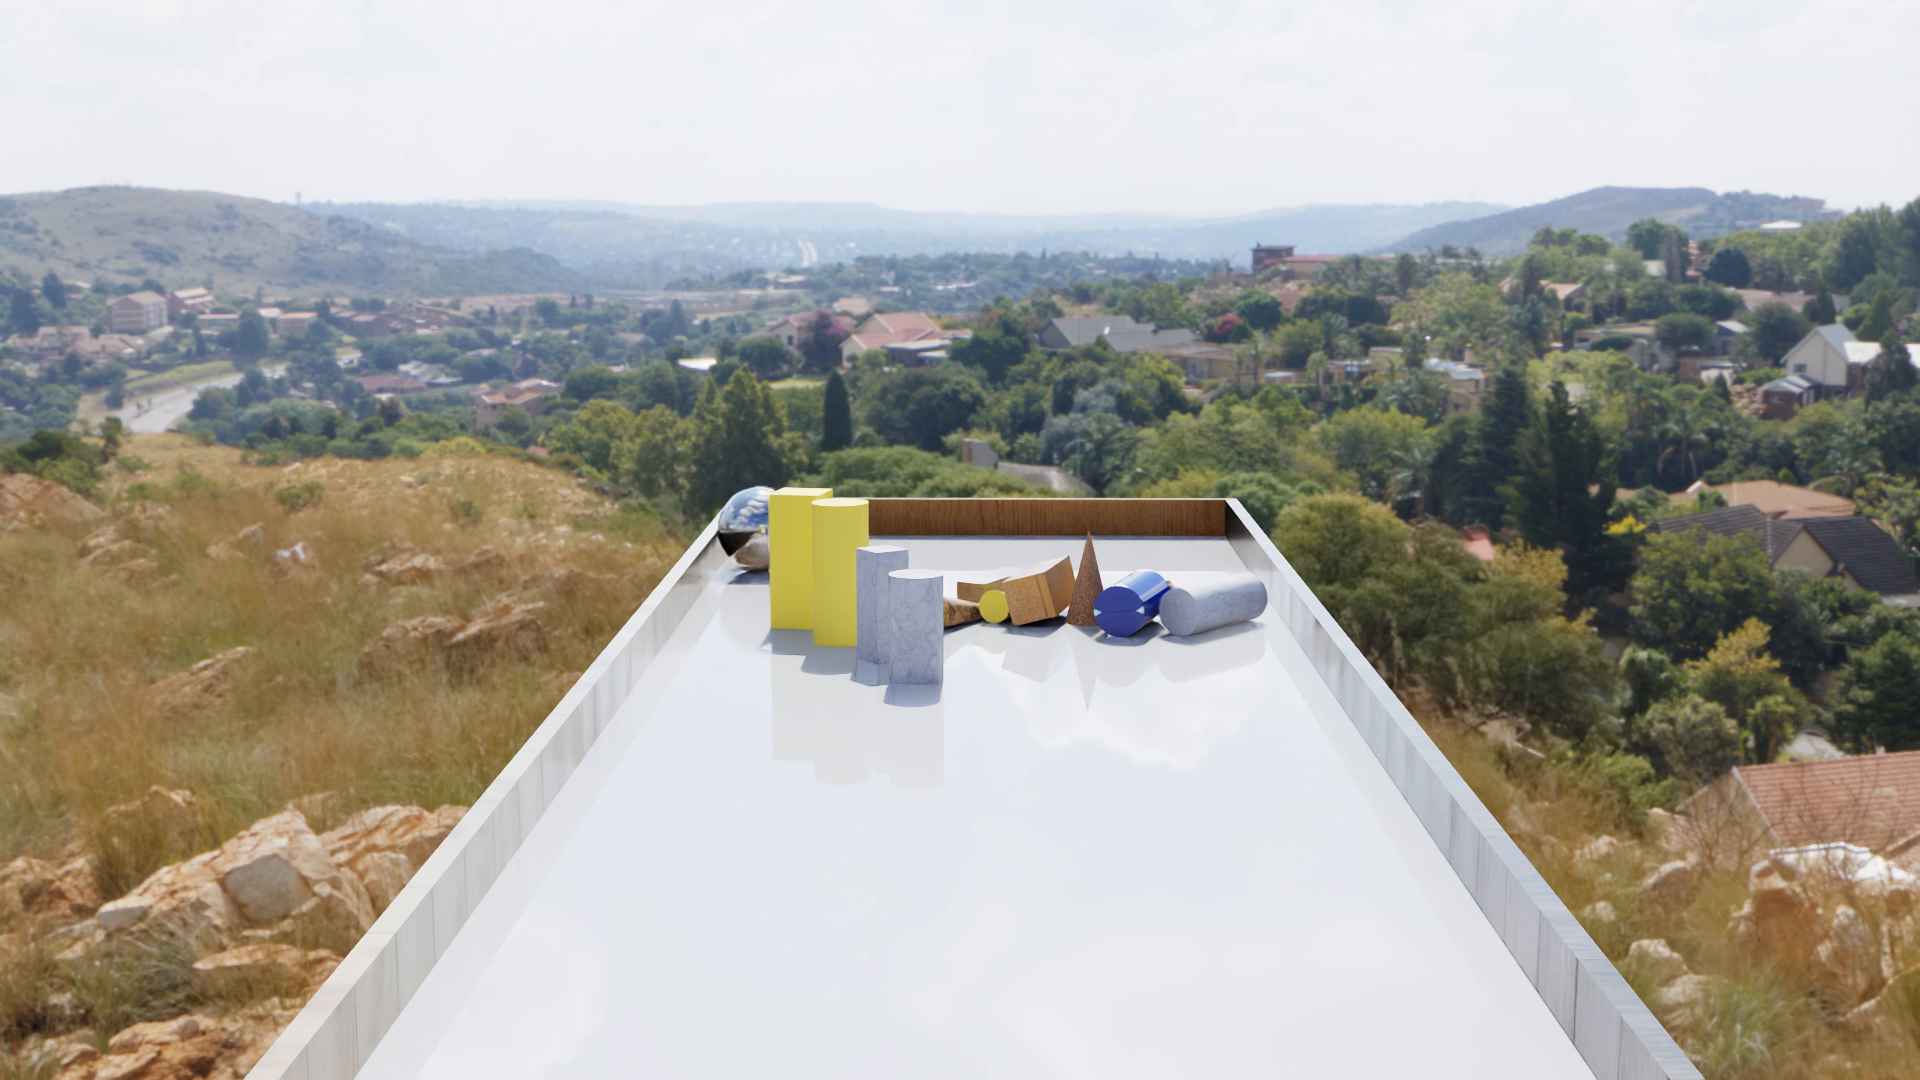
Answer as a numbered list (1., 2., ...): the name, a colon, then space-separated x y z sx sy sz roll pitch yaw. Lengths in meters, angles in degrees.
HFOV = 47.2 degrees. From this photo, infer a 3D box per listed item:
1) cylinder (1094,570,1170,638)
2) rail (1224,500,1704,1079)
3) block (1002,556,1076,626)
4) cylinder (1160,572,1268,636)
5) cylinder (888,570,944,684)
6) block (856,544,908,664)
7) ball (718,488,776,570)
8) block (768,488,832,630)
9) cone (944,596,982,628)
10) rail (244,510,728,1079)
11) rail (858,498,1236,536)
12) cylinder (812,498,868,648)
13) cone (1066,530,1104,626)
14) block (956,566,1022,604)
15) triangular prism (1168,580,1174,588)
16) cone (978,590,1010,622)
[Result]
1. cylinder: 0.564 0.204 7.188 0.167 0.167 0.332 3 10 20
2. rail: 1.046 0.843 3.208 0.050 0.150 12.000 0 9 1
3. block: 0.274 0.168 7.358 0.150 0.150 0.352 -14 5 18
4. cylinder: 0.831 0.208 7.192 0.158 0.158 0.386 8 12 42
5. cylinder: -0.128 0.252 6.419 0.160 0.312 0.160 0 9 0
6. block: -0.235 0.195 6.688 0.114 0.341 0.114 -6 11 -35
7. ball: -0.757 -0.044 8.291 0.312 0.312 0.312 0 9 0
8. block: -0.519 0.060 7.215 0.167 0.442 0.167 2 9 12
9. cone: 0.043 0.237 7.322 0.120 0.120 0.432 7 4 38
10. rail: -1.004 0.839 3.234 0.050 0.150 12.000 0 9 1
11. rail: 0.099 -0.098 9.147 2.100 0.150 0.050 0 9 1
12. cylinder: -0.377 0.101 6.944 0.180 0.446 0.180 0 9 0
13. cone: 0.426 0.117 7.272 0.152 0.312 0.152 0 9 0
14. block: 0.118 0.174 7.568 0.107 0.107 0.339 5 10 29
15. triangular prism: 0.719 0.205 7.428 0.099 0.086 0.338 0 9 1
16. cone: 0.189 0.217 7.465 0.110 0.110 0.412 4 2 21
